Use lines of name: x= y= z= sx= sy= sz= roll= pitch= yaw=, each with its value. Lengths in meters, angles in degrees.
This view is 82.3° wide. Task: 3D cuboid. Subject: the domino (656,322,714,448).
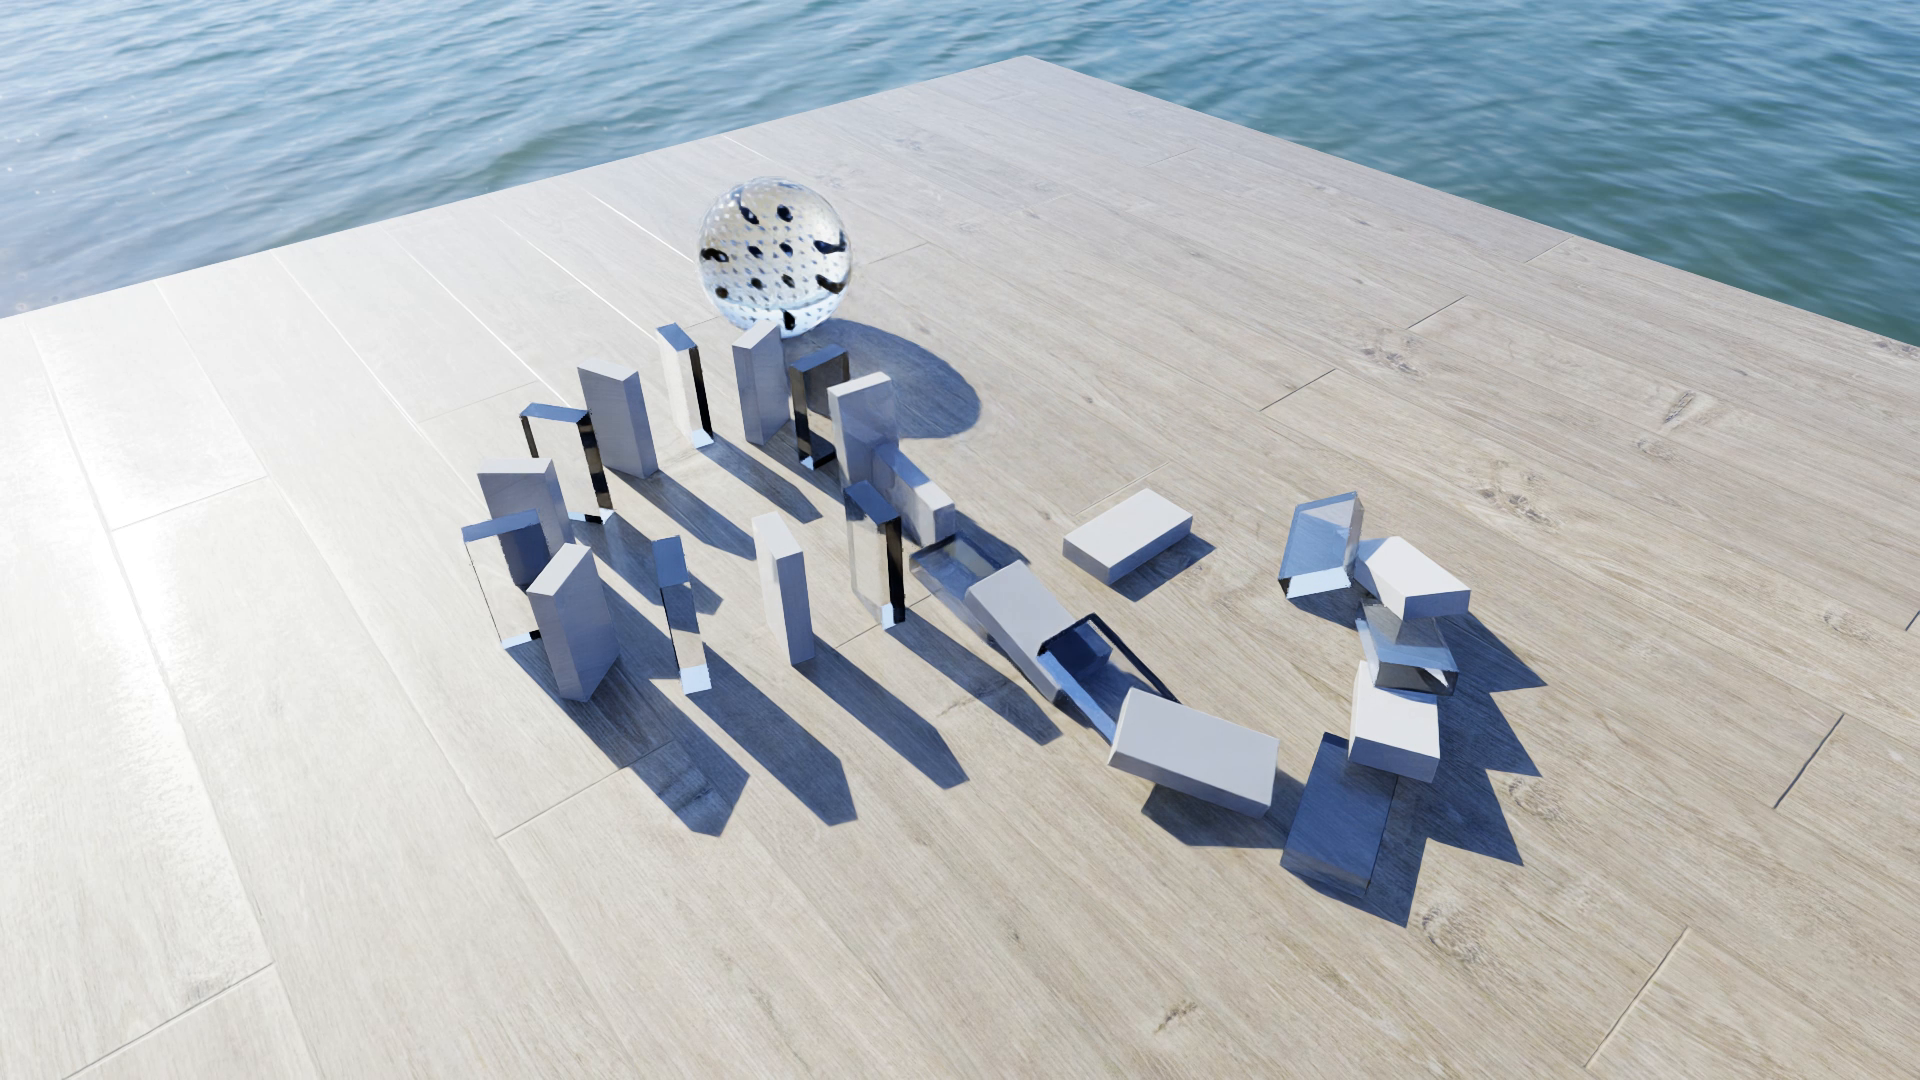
domino: x=-0.124 y=-0.069 z=0.496 sx=0.010 sy=0.050 sz=0.025 roll=-23 pitch=44 yaw=-25

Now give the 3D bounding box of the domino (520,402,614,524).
domino: x=-0.160 y=-0.031 z=0.449 sx=0.025 sy=0.050 sz=0.009 roll=9 pitch=40 yaw=11

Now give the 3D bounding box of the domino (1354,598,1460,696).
domino: x=0.156 y=0.037 z=0.388 sx=0.025 sy=0.009 sz=0.050 roll=7 pitch=24 yaw=9

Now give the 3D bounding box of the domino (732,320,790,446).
domino: x=-0.089 y=-0.071 z=0.498 sx=0.009 sy=0.050 sz=0.025 roll=15 pitch=42 yaw=17

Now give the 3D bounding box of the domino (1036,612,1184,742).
domino: x=0.052 y=0.050 z=0.373 sx=0.025 sy=0.010 sz=0.050 roll=-28 pitch=62 yaw=-29

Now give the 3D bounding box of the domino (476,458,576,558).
domino: x=-0.164 y=-0.008 z=0.421 sx=0.025 sy=0.050 sz=0.009 roll=0 pitch=39 yaw=0

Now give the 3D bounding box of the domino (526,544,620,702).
domino: x=-0.131 y=0.029 z=0.376 sx=0.009 sy=0.050 sz=0.025 roll=9 pitch=40 yaw=10

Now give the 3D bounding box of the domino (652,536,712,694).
domino: x=-0.096 y=0.026 z=0.379 sx=0.009 sy=0.050 sz=0.025 roll=-11 pitch=41 yaw=-14

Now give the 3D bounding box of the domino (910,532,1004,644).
domino: x=0.005 y=0.017 z=0.422 sx=0.025 sy=0.009 sz=0.050 roll=-25 pitch=46 yaw=-28

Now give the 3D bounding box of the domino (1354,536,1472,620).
domino: x=0.167 y=0.014 z=0.416 sx=0.025 sy=0.010 sz=0.050 roll=-6 pitch=23 yaw=-7

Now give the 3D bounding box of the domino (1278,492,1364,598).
domino: x=0.142 y=0.001 z=0.432 sx=0.025 sy=0.010 sz=0.050 roll=-15 pitch=28 yaw=35

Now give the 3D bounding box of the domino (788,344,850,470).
domino: x=-0.060 y=-0.058 z=0.482 sx=0.010 sy=0.050 sz=0.025 roll=31 pitch=49 yaw=33

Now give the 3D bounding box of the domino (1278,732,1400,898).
domino: x=0.119 y=0.084 z=0.341 sx=0.025 sy=0.009 sz=0.050 roll=18 pitch=43 yaw=21

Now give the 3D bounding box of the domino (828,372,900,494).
domino: x=-0.039 y=-0.043 z=0.464 sx=0.025 sy=0.050 sz=0.010 roll=-22 pitch=38 yaw=-25

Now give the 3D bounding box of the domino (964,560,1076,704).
domino: x=0.027 y=0.032 z=0.394 sx=0.025 sy=0.010 sz=0.050 roll=-27 pitch=62 yaw=-29

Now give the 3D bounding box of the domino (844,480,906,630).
domino: x=-0.031 y=0.006 z=0.404 sx=0.009 sy=0.050 sz=0.025 roll=-22 pitch=44 yaw=-24

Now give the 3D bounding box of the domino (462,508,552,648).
domino: x=-0.158 y=0.014 z=0.394 sx=0.025 sy=0.050 sz=0.009 roll=-17 pitch=42 yaw=-20

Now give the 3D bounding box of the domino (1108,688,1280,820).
domino: x=0.075 y=0.068 z=0.350 sx=0.050 sy=0.010 sz=0.025 roll=19 pitch=50 yaw=5

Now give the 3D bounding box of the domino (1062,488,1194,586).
domino: x=0.068 y=-0.002 z=0.446 sx=0.050 sy=0.010 sz=0.025 roll=-29 pitch=47 yaw=-31

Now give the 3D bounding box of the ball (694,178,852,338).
ball: x=-0.095 y=-0.144 z=0.563 sx=0.080 sy=0.080 sz=0.080 roll=0 pitch=39 yaw=0

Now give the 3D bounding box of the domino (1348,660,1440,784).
domino: x=0.143 y=0.059 z=0.362 sx=0.025 sy=0.009 sz=0.050 roll=14 pitch=27 yaw=16

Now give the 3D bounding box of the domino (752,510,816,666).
domino: x=-0.062 y=0.017 z=0.390 sx=0.010 sy=0.050 sz=0.025 roll=-18 pitch=43 yaw=-21

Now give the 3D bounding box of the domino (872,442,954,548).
domino: x=-0.019 y=-0.017 z=0.452 sx=0.009 sy=0.025 sz=0.050 roll=-22 pitch=44 yaw=-25

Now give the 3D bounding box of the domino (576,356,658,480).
domino: x=-0.147 y=-0.052 z=0.475 sx=0.025 sy=0.050 sz=0.009 roll=18 pitch=43 yaw=21
